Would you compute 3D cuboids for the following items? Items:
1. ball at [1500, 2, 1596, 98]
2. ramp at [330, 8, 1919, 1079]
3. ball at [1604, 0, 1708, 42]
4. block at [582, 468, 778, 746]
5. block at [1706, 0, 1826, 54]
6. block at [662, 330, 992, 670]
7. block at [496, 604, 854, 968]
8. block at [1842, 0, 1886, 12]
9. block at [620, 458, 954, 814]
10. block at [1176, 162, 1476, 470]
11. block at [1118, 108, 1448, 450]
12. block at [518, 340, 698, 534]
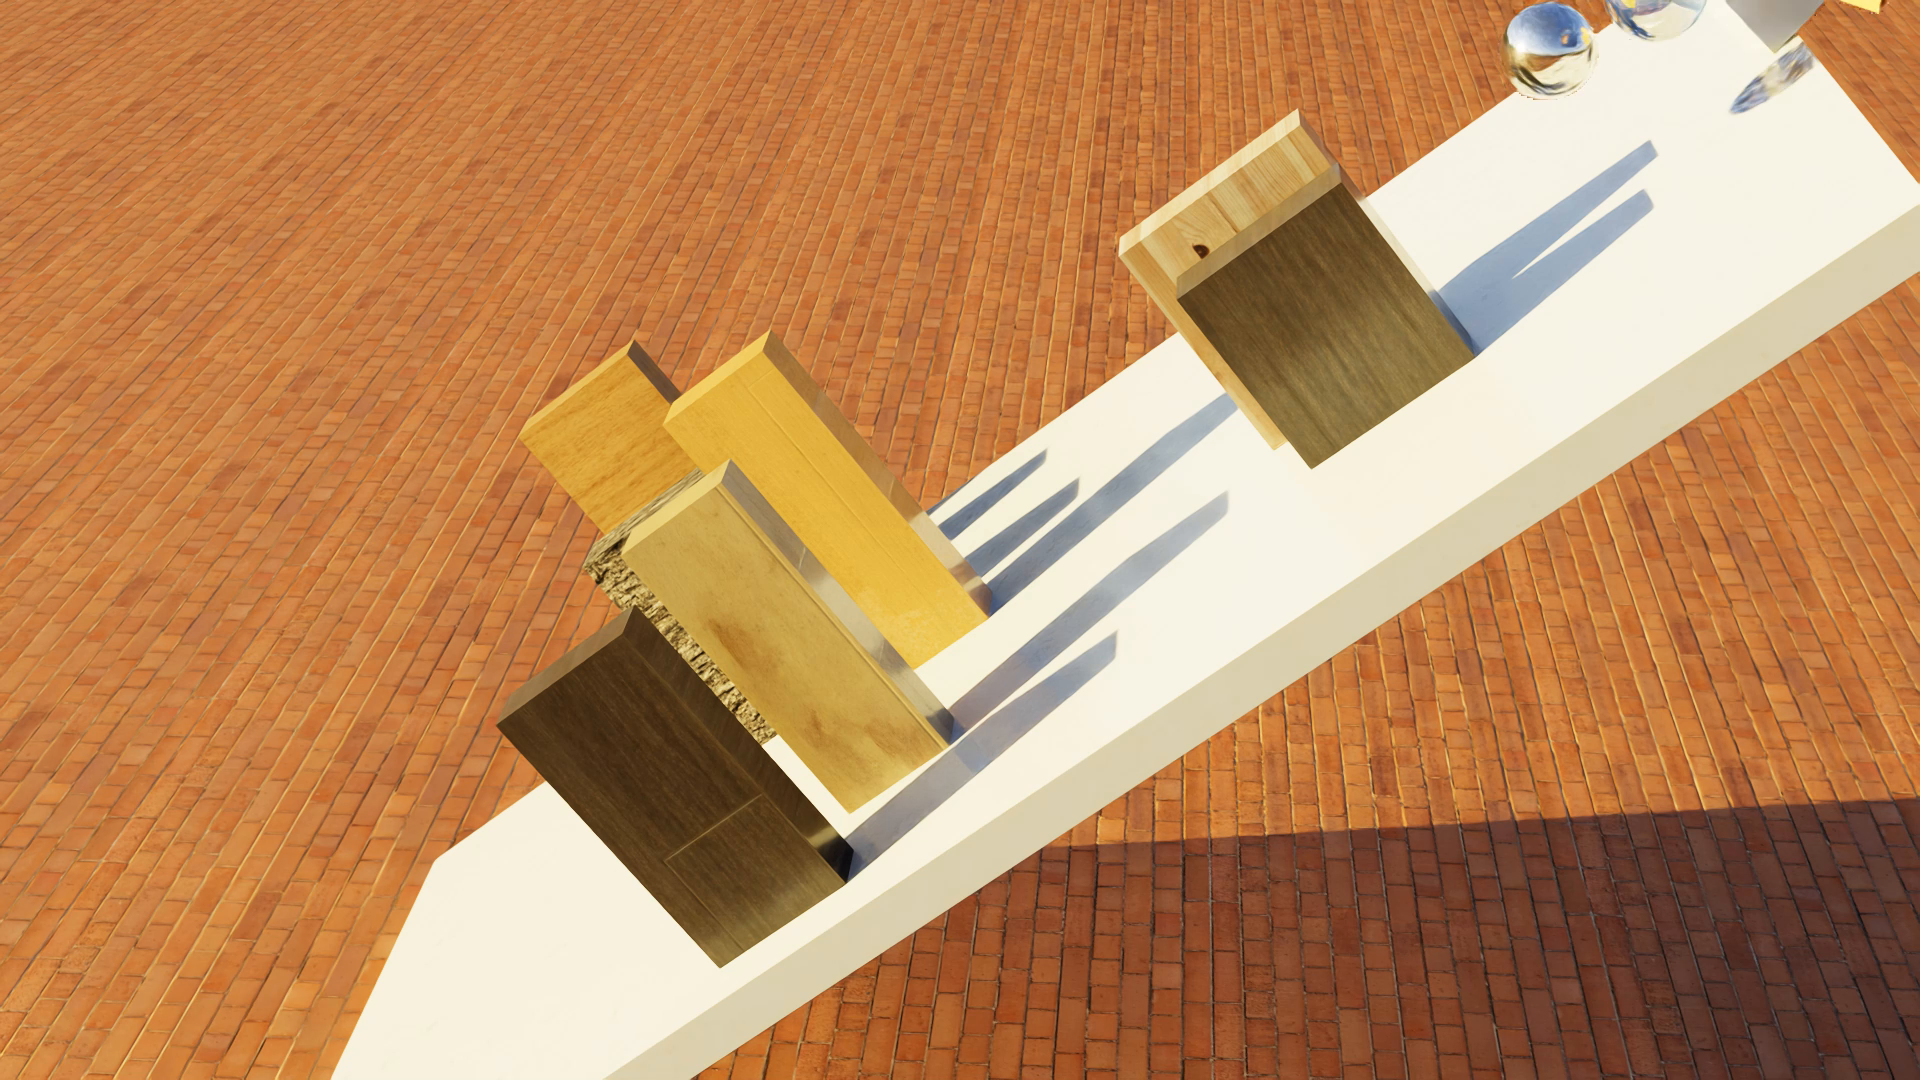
[{"bbox_3d":[1.126,-0.939,5.635,0.183,0.183,0.183,0,23,0],"label":"ball"},{"bbox_3d":[0.124,0.182,6.332,4.000,0.100,2.000,-35,16,17],"label":"ramp"},{"bbox_3d":[1.281,-1.011,5.409,0.188,0.188,0.188,0,23,0],"label":"ball"},{"bbox_3d":[-0.511,0.148,6.627,0.370,0.581,0.129,-35,16,17],"label":"block"},{"bbox_3d":[1.604,-1.085,5.887,0.151,0.151,0.151,42,5,-15],"label":"block"},{"bbox_3d":[-0.278,-0.063,6.328,0.276,0.764,0.139,-35,16,17],"label":"block"},{"bbox_3d":[-0.542,0.478,5.647,0.321,0.659,0.134,-35,16,17],"label":"block"},{"bbox_3d":[1.720,-1.178,5.634,0.201,0.201,0.201,26,61,26],"label":"block"},{"bbox_3d":[-0.337,0.196,5.853,0.259,0.709,0.128,-35,16,17],"label":"block"},{"bbox_3d":[0.703,-0.430,5.673,0.384,0.437,0.138,-35,16,17],"label":"block"},{"bbox_3d":[0.651,-0.516,5.880,0.440,0.517,0.124,-35,16,17],"label":"block"},{"bbox_3d":[-0.689,-0.079,7.270,0.353,0.792,0.111,-35,16,17],"label":"block"}]
